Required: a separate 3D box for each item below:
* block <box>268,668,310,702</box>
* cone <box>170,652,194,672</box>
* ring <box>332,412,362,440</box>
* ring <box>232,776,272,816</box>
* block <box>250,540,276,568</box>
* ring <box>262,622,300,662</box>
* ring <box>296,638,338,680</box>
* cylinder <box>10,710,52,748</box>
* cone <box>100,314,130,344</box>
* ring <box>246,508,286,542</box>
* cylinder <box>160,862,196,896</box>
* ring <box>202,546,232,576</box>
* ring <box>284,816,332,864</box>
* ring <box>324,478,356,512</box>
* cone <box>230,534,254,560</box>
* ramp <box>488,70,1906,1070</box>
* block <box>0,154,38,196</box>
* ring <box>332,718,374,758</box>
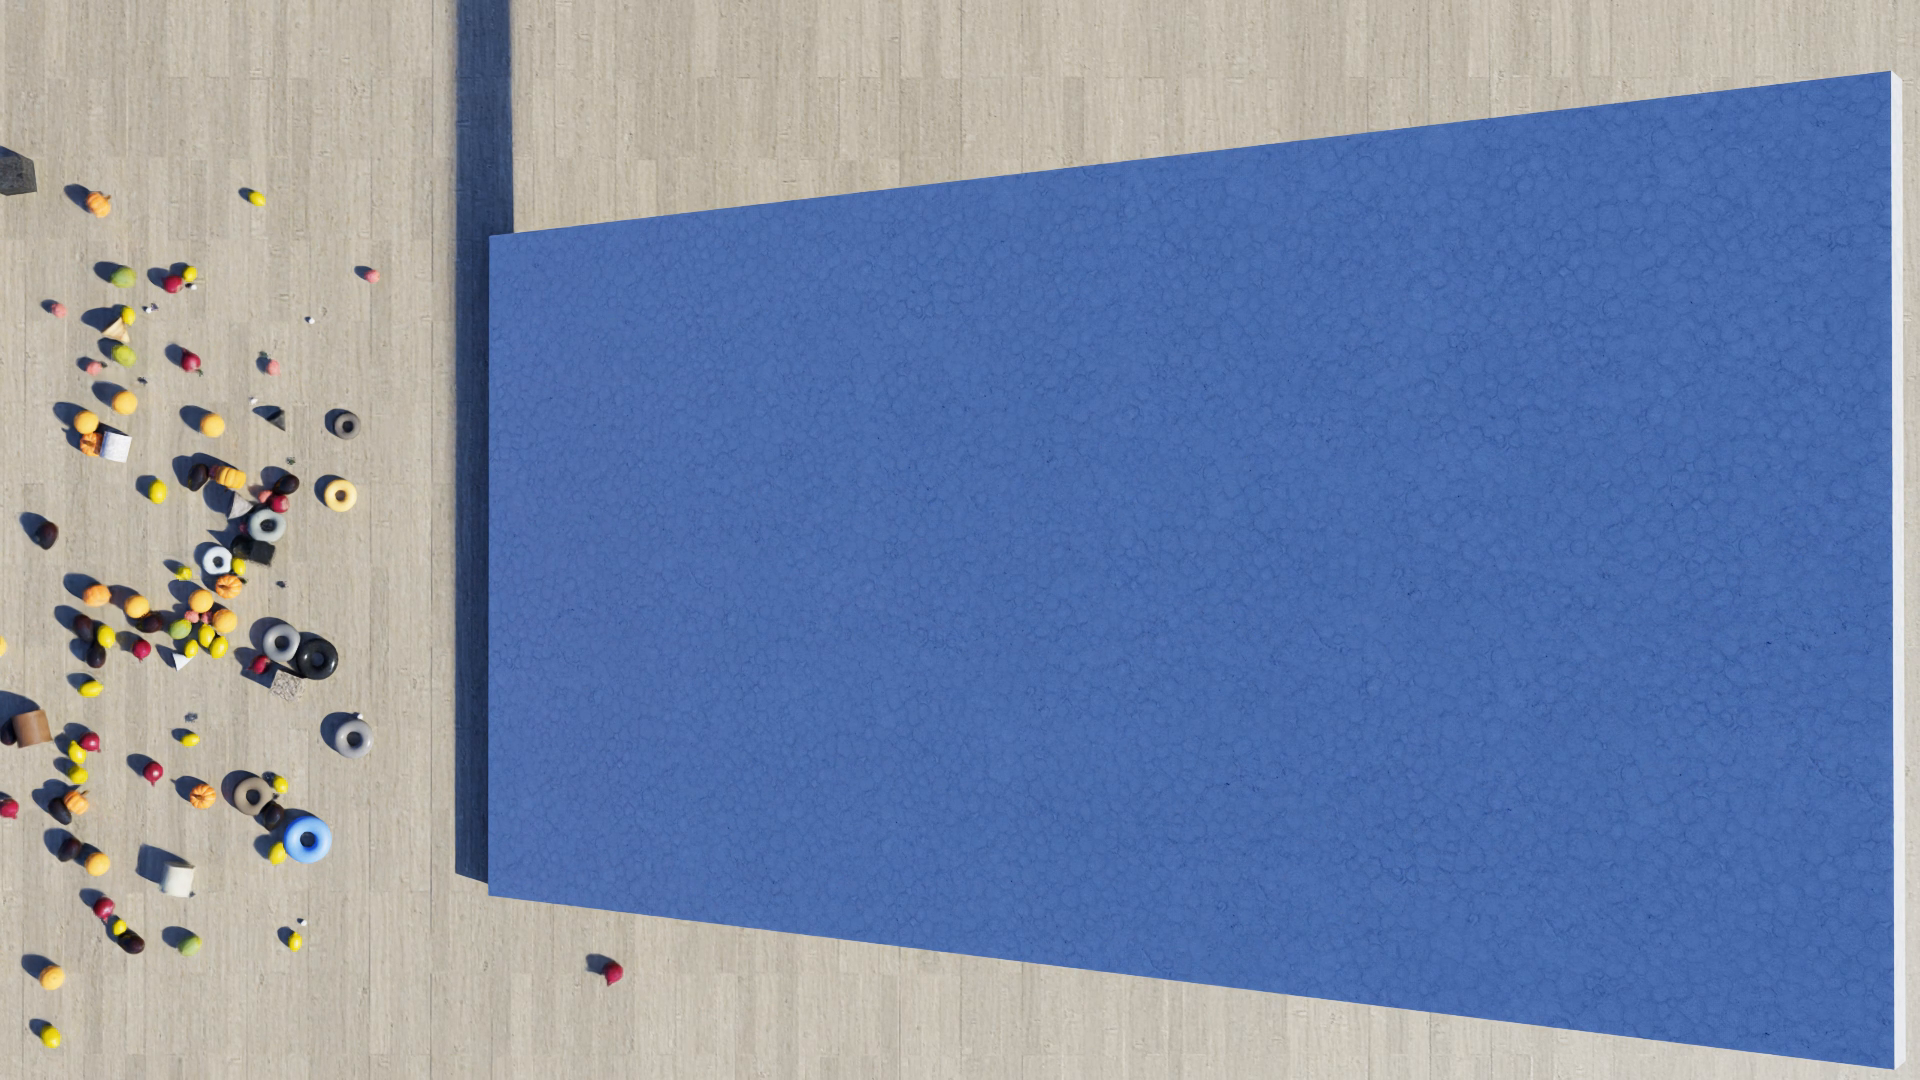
[{"bbox_3d":[-2.046,0.444,6.707,0.079,0.079,0.079,21,90,0],"label":"block"},{"bbox_3d":[-2.375,0.365,6.733,0.062,0.062,0.062,-17,90,-27],"label":"cone"},{"bbox_3d":[-1.879,-0.350,6.738,0.087,0.029,0.087,0,89,-1],"label":"ring"},{"bbox_3d":[-2.165,0.782,6.724,0.121,0.040,0.121,0,89,1],"label":"ring"},{"bbox_3d":[-2.127,0.043,6.706,0.063,0.063,0.063,17,80,-13],"label":"block"},{"bbox_3d":[-2.078,0.313,6.727,0.122,0.041,0.122,0,88,0],"label":"ring"},{"bbox_3d":[-1.966,0.365,6.726,0.131,0.044,0.131,0,90,1],"label":"ring"},{"bbox_3d":[-2.827,0.575,6.696,0.099,0.099,0.099,-14,90,0],"label":"cylinder"},{"bbox_3d":[-2.571,-0.631,6.736,0.085,0.085,0.085,-39,116,0],"label":"cone"},{"bbox_3d":[-2.118,-0.045,6.717,0.115,0.038,0.115,6,67,-14],"label":"ring"},{"bbox_3d":[-2.383,1.033,6.698,0.086,0.086,0.086,11,90,0],"label":"cylinder"},{"bbox_3d":[-2.273,0.065,6.734,0.094,0.031,0.094,0,91,0],"label":"ring"},{"bbox_3d":[-1.993,0.915,6.719,0.145,0.048,0.145,0,90,-1],"label":"ring"},{"bbox_3d":[-1.898,-0.137,6.735,0.101,0.034,0.101,0,91,0],"label":"ring"},{"bbox_3d":[-2.198,0.022,6.708,0.083,0.083,0.083,0,90,0],"label":"cone"},{"bbox_3d":[0.248,0.068,5.575,4.000,0.100,2.000,0,89,35],"label":"ramp"},{"bbox_3d":[-2.889,-1.112,6.710,0.097,0.097,0.097,-8,90,0],"label":"block"},{"bbox_3d":[-1.855,0.607,6.724,0.126,0.042,0.126,0,91,0],"label":"ring"}]
